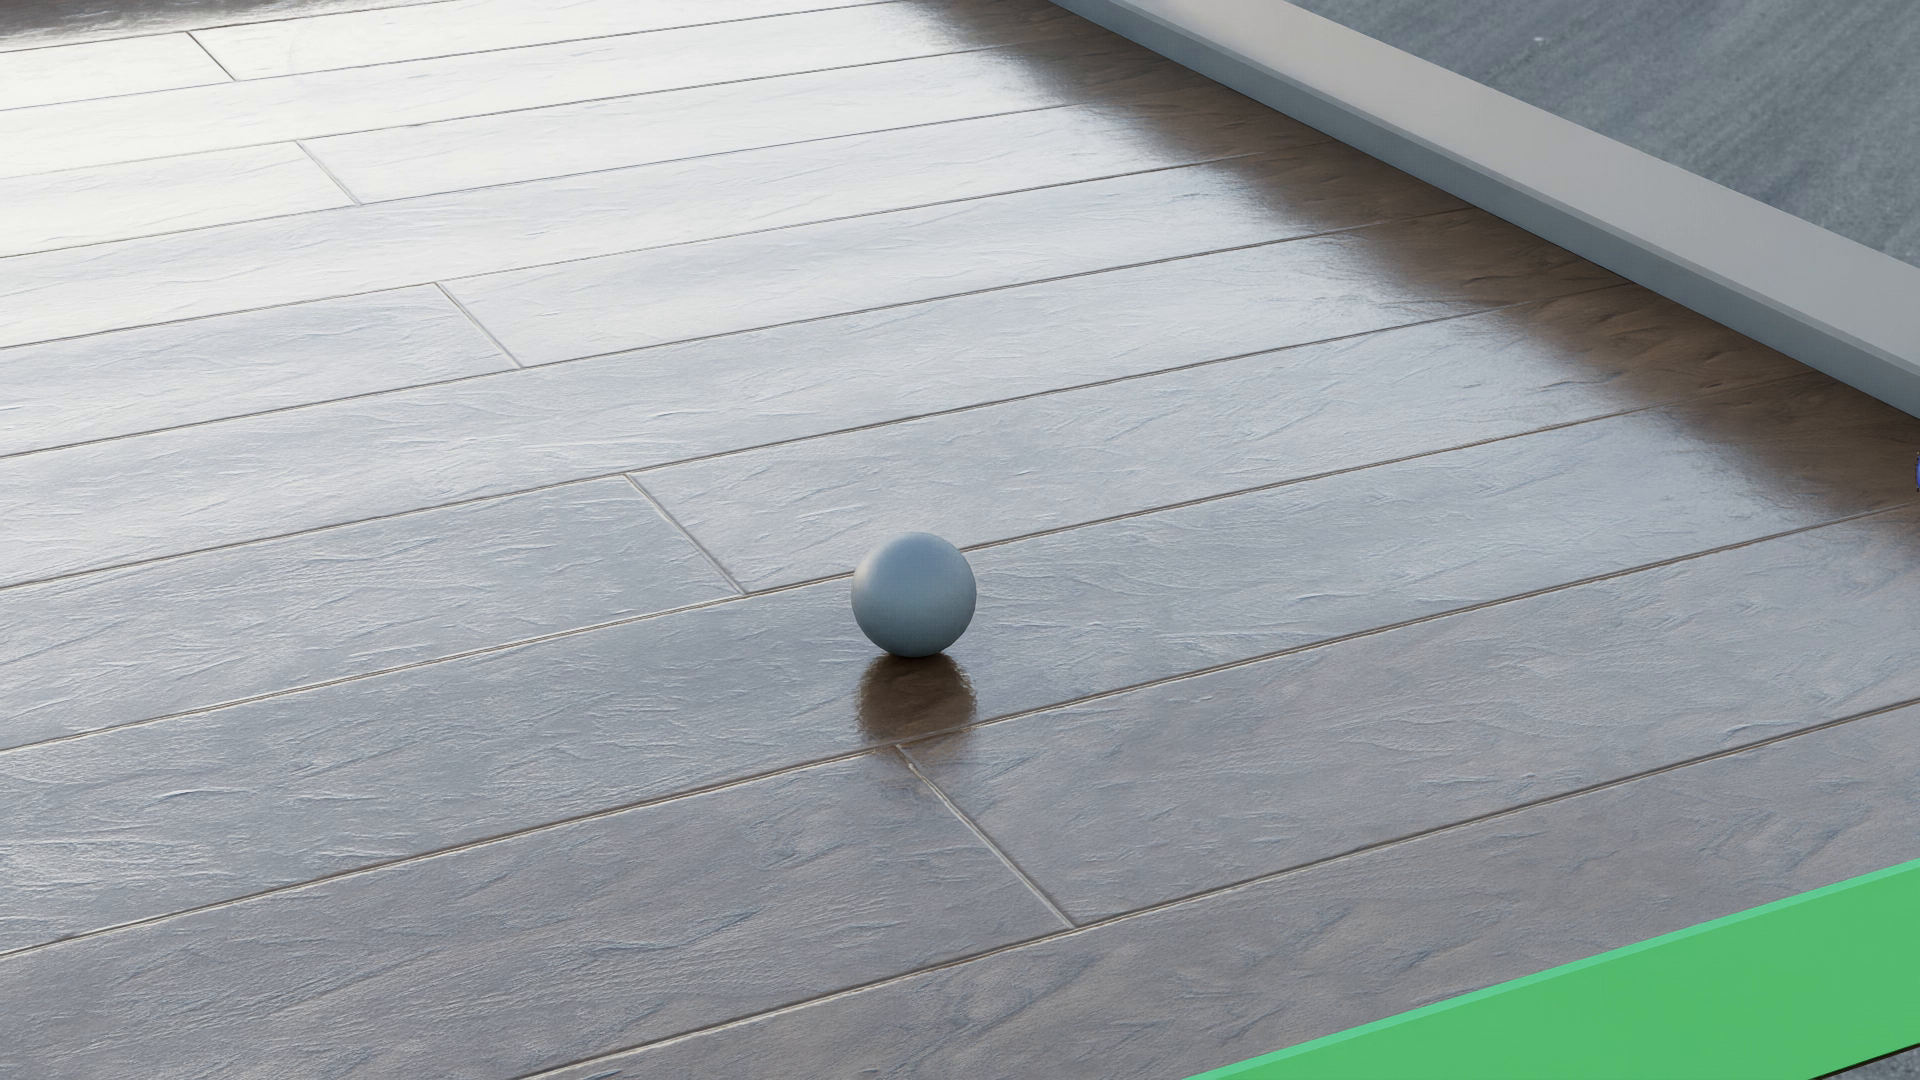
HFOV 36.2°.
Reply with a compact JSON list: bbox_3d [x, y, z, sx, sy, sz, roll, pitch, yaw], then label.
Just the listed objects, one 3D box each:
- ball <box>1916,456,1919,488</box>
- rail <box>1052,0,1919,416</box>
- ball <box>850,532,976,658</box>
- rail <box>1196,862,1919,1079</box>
[{"bbox_3d":[0.769,-0.051,2.212,0.094,0.094,0.094,0,25,0],"label":"ball"},{"bbox_3d":[0.401,-0.467,3.079,0.045,0.122,3.060,-12,27,-24],"label":"rail"},{"bbox_3d":[-0.032,0.037,2.027,0.087,0.087,0.087,0,25,0],"label":"ball"},{"bbox_3d":[0.329,0.251,1.519,1.701,0.122,0.045,-12,27,-24],"label":"rail"}]
